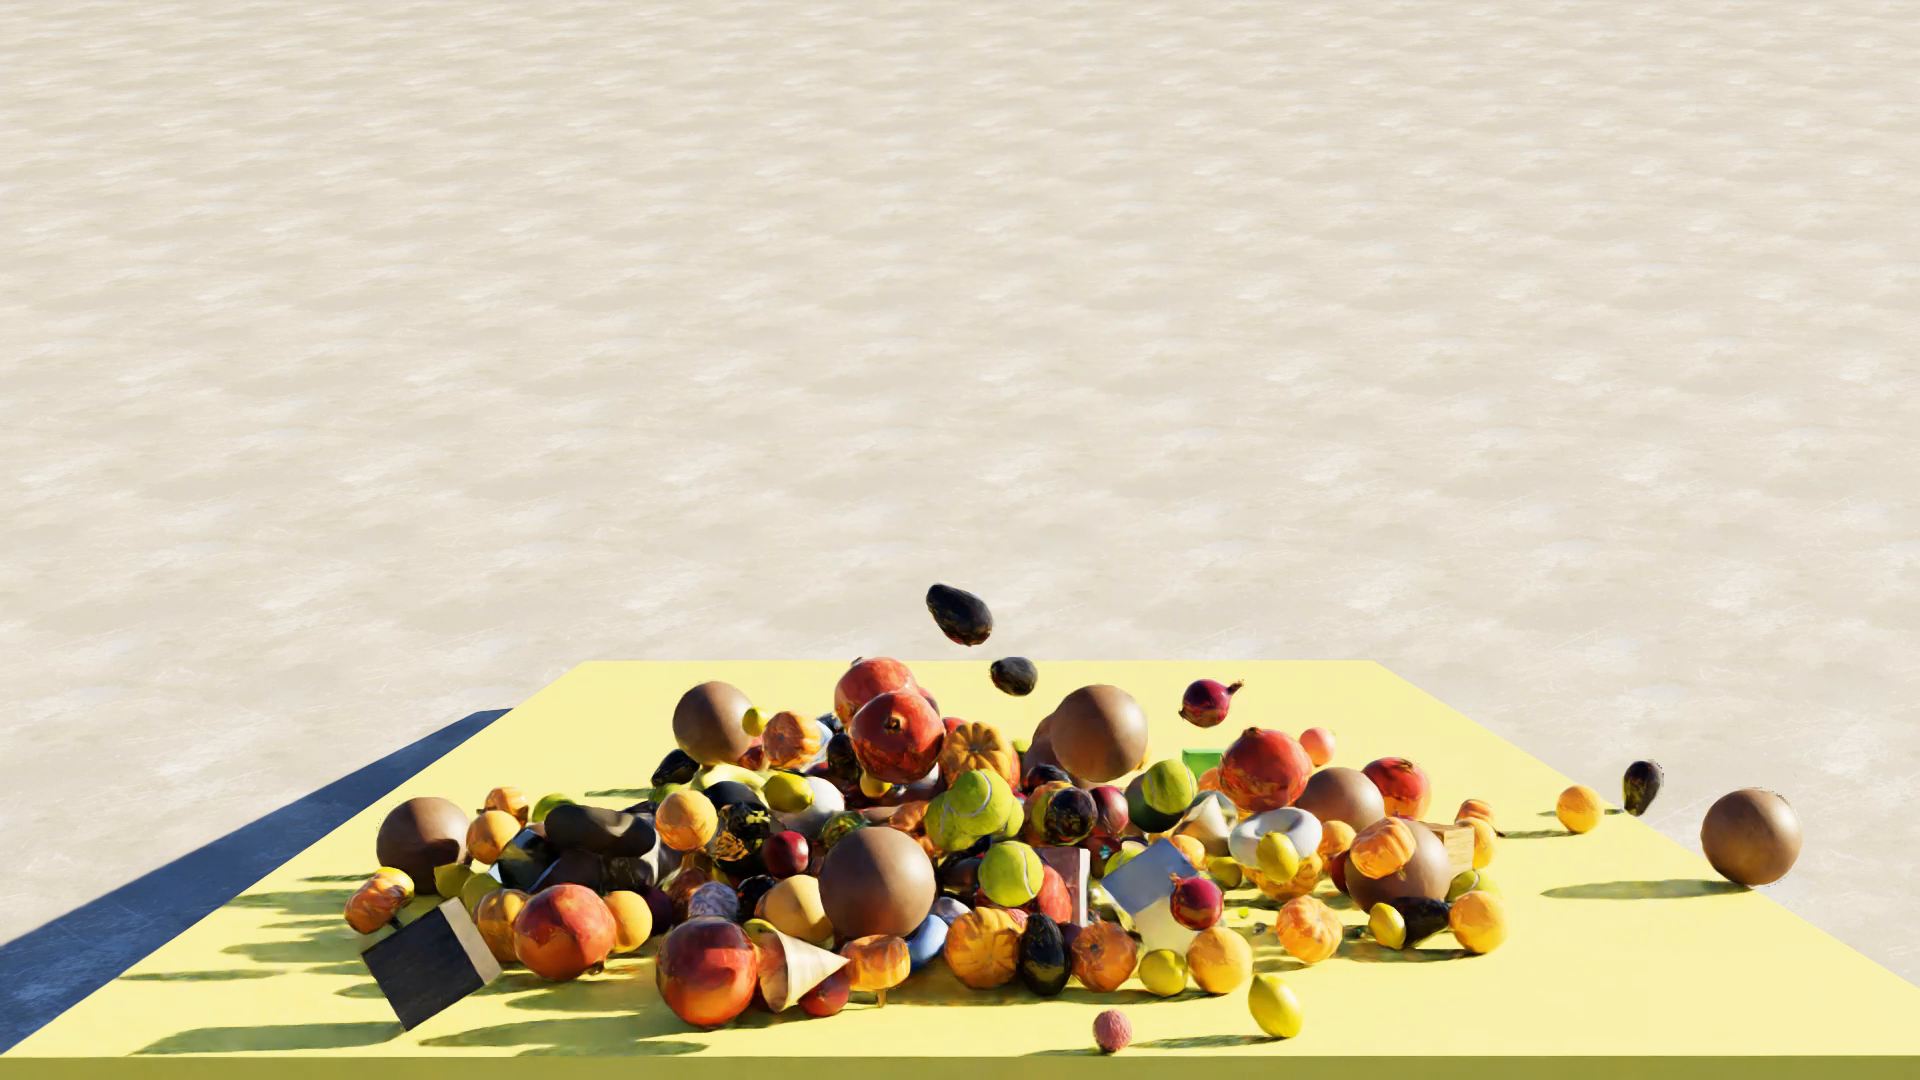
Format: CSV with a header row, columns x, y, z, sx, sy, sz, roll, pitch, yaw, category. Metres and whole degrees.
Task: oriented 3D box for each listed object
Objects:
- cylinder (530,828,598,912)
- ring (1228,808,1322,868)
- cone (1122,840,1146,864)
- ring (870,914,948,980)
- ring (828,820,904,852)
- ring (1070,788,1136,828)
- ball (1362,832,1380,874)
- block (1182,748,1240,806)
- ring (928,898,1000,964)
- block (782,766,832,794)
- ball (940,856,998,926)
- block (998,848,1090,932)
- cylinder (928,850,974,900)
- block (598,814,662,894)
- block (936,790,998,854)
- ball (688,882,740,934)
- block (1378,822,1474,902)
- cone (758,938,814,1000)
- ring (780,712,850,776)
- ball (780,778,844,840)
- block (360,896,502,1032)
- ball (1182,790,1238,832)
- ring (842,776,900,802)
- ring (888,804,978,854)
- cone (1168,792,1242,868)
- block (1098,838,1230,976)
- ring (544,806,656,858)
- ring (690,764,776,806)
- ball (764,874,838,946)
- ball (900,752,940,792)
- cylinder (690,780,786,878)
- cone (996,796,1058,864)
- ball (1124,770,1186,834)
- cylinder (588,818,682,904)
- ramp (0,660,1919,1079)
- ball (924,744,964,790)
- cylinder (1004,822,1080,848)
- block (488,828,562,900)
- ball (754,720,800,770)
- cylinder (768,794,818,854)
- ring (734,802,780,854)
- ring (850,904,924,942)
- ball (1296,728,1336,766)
x,y,z,sx,sy,sz,roll,pitch,yaw,category
-0.515,0.423,3.304,0.093,0.093,0.093,-10,7,-23,cylinder
0.401,0.380,3.276,0.122,0.041,0.122,-14,18,4,ring
0.216,0.418,3.246,0.054,0.054,0.054,24,22,-10,cone
-0.057,0.457,2.886,0.097,0.032,0.097,-29,14,8,ring
-0.135,0.429,3.732,0.111,0.037,0.111,-3,-1,0,ring
0.245,0.412,3.951,0.150,0.050,0.150,-1,2,0,ring
0.579,0.429,3.520,0.057,0.057,0.057,0,22,0,ball
0.406,0.383,4.157,0.084,0.084,0.084,0,2,-1,block
0.005,0.448,2.946,0.033,0.098,0.098,-47,42,-18,ring
-0.241,0.398,4.059,0.068,0.068,0.068,-1,3,-16,block
0.019,0.433,3.167,0.086,0.086,0.086,0,22,0,ball
0.102,0.421,3.094,0.098,0.098,0.098,-1,-9,9,block
-0.004,0.431,3.260,0.056,0.056,0.056,16,49,-19,cylinder
-0.451,0.418,3.430,0.090,0.090,0.090,-1,3,-17,block
0.008,0.347,3.167,0.061,0.061,0.061,7,-14,9,block
-0.292,0.437,3.050,0.063,0.063,0.063,0,22,0,ball
0.609,0.419,3.357,0.090,0.090,0.090,2,0,36,block
-0.175,0.480,2.798,0.067,0.067,0.067,-14,37,-31,cone
-0.219,0.307,3.883,0.041,0.124,0.124,49,41,14,ring
-0.193,0.350,3.350,0.082,0.082,0.082,0,22,0,ball
-0.542,0.435,2.642,0.093,0.093,0.093,-31,-2,0,block
0.364,0.405,3.743,0.083,0.083,0.083,0,22,0,ball
-0.144,0.404,4.165,0.094,0.031,0.094,-8,-9,-1,ring
-0.027,0.372,3.305,0.134,0.045,0.134,14,-5,1,ring
0.347,0.411,3.485,0.097,0.097,0.097,44,30,2,cone
0.231,0.415,2.916,0.092,0.092,0.092,-33,28,-8,block
-0.433,0.351,3.095,0.135,0.045,0.135,8,-14,2,ring
-0.348,0.394,3.952,0.138,0.046,0.138,18,22,-7,ring
-0.183,0.430,2.966,0.086,0.086,0.086,0,22,0,ball
-0.051,0.296,3.292,0.051,0.051,0.051,0,22,0,ball
-0.276,0.357,3.180,0.091,0.091,0.091,-10,25,-24,cylinder
0.076,0.422,3.547,0.095,0.095,0.095,35,20,-14,cone
0.268,0.361,3.541,0.086,0.086,0.086,0,22,0,ball
-0.410,0.405,3.248,0.084,0.084,0.084,17,26,37,cylinder
0.051,0.457,4.533,2.000,0.100,4.000,0,3,0,ramp
-0.031,0.380,4.311,0.077,0.077,0.077,0,22,0,ball
0.108,0.416,3.373,0.086,0.086,0.086,-6,0,-14,cylinder
-0.520,0.387,3.073,0.052,0.052,0.052,41,19,4,block
-0.317,0.362,4.536,0.091,0.091,0.091,0,22,0,ball
-0.236,0.404,3.690,0.065,0.065,0.065,-19,54,-39,cylinder
-0.290,0.412,3.668,0.083,0.083,0.028,19,40,40,ring
-0.078,0.459,3.060,0.109,0.036,0.109,12,0,0,ring
0.637,0.369,4.589,0.070,0.070,0.070,0,22,0,ball
